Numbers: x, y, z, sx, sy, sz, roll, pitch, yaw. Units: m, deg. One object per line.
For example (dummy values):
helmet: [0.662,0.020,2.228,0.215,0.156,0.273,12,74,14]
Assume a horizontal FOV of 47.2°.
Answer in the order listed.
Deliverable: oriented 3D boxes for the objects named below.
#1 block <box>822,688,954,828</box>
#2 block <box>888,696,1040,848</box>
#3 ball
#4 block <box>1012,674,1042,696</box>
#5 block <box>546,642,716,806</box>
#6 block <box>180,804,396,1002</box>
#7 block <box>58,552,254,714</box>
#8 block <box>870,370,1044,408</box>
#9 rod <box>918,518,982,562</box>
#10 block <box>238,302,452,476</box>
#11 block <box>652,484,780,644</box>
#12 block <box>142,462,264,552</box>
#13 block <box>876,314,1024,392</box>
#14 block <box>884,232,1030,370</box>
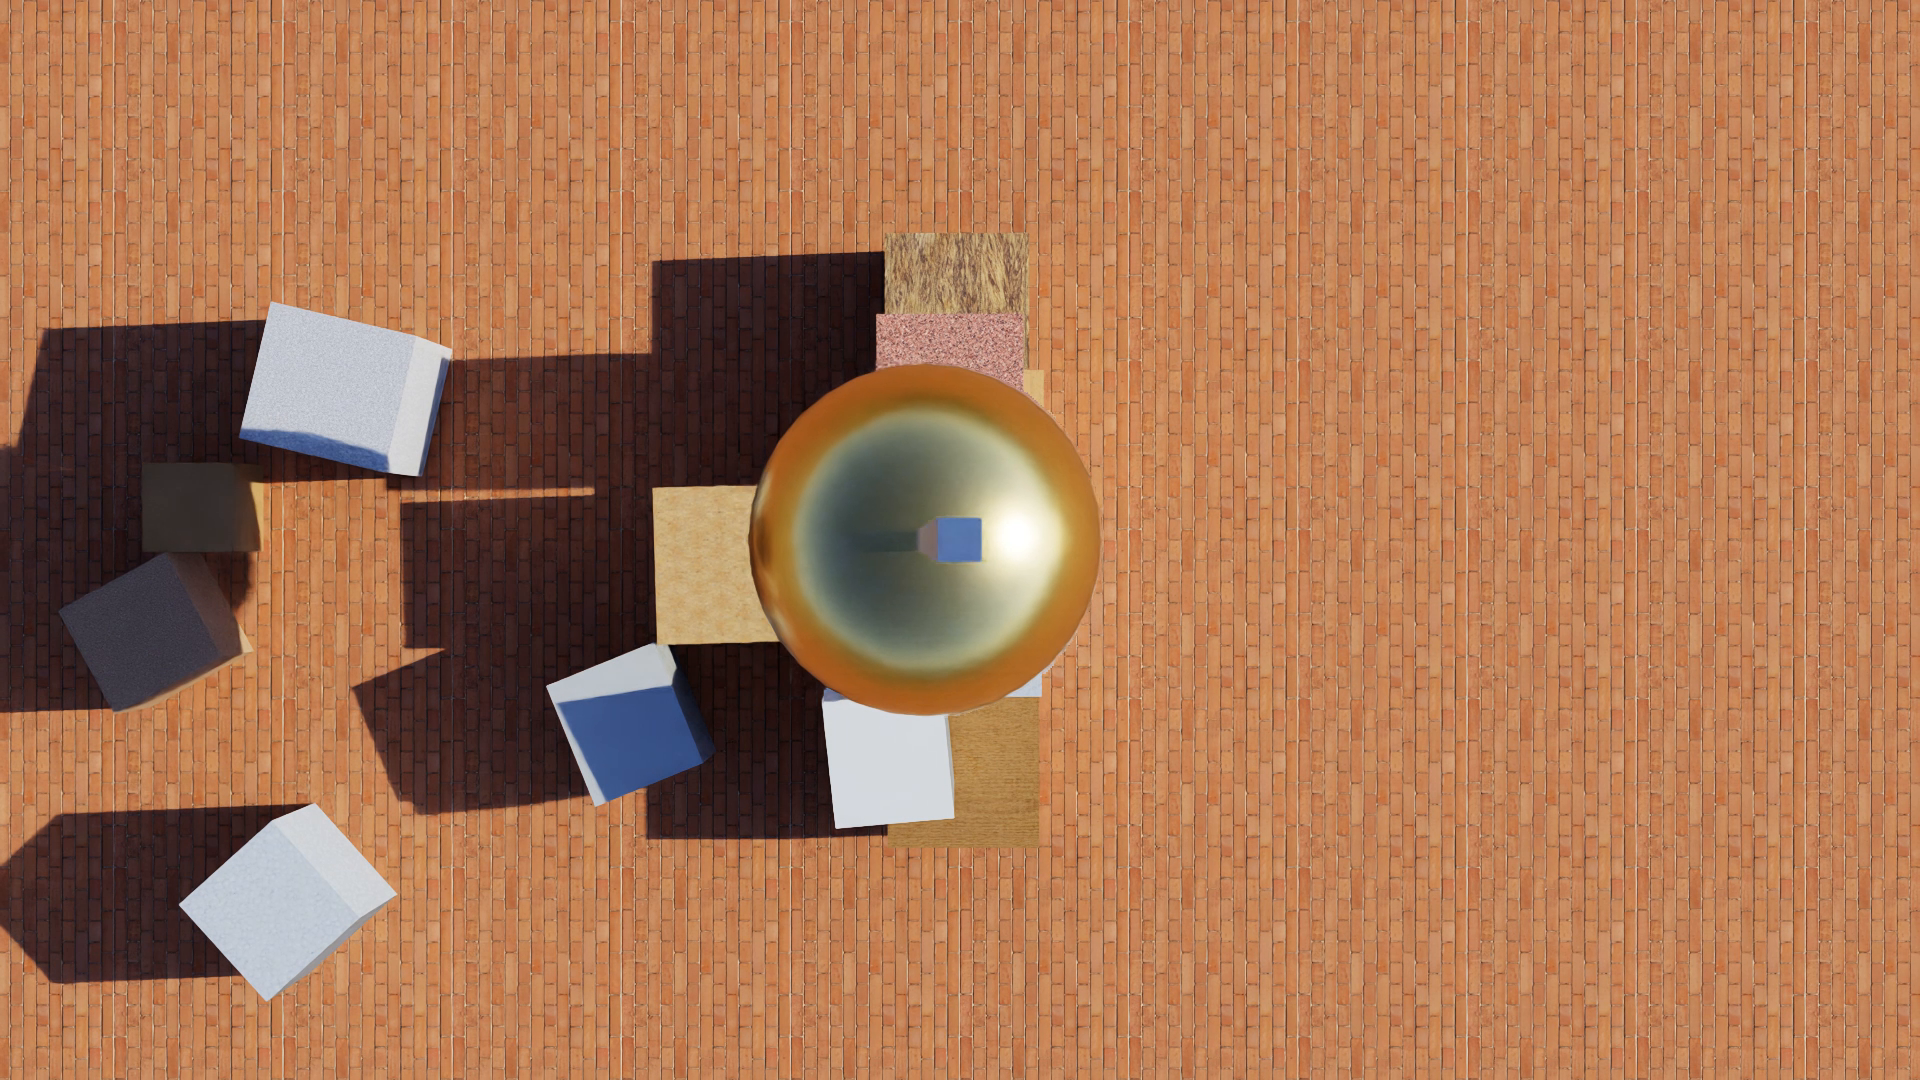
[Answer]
block: [-0.376,1.096,11.852,0.631,0.601,0.698,-5,102,1]
block: [0.019,1.291,12.610,0.841,0.780,0.838,0,90,0]
ball: [-0.158,0.000,9.955,1.600,1.600,1.600,0,90,0]
block: [0.014,0.390,12.555,0.870,0.891,0.949,0,90,0]
block: [-1.878,1.033,12.657,0.653,0.685,0.731,-22,90,0]
block: [-3.828,2.057,12.594,0.696,0.812,0.727,-42,90,0]
block: [-4.636,0.527,12.712,0.688,0.575,0.671,-29,90,0]
block: [-0.019,-0.517,12.555,0.960,0.891,0.840,0,90,0]
rod: [-0.068,0.000,6.556,0.080,5.200,0.080,0,90,-2]
block: [-3.491,-0.845,12.569,0.825,0.861,0.774,13,90,0]
block: [-1.205,0.132,12.569,0.958,0.862,0.867,-2,90,0]
block: [-4.380,-0.186,12.740,0.522,0.520,0.508,0,90,0]
block: [-0.052,-0.794,11.761,0.762,0.697,0.762,0,90,0]
block: [-0.017,-1.328,12.624,0.804,0.752,0.764,0,90,0]
